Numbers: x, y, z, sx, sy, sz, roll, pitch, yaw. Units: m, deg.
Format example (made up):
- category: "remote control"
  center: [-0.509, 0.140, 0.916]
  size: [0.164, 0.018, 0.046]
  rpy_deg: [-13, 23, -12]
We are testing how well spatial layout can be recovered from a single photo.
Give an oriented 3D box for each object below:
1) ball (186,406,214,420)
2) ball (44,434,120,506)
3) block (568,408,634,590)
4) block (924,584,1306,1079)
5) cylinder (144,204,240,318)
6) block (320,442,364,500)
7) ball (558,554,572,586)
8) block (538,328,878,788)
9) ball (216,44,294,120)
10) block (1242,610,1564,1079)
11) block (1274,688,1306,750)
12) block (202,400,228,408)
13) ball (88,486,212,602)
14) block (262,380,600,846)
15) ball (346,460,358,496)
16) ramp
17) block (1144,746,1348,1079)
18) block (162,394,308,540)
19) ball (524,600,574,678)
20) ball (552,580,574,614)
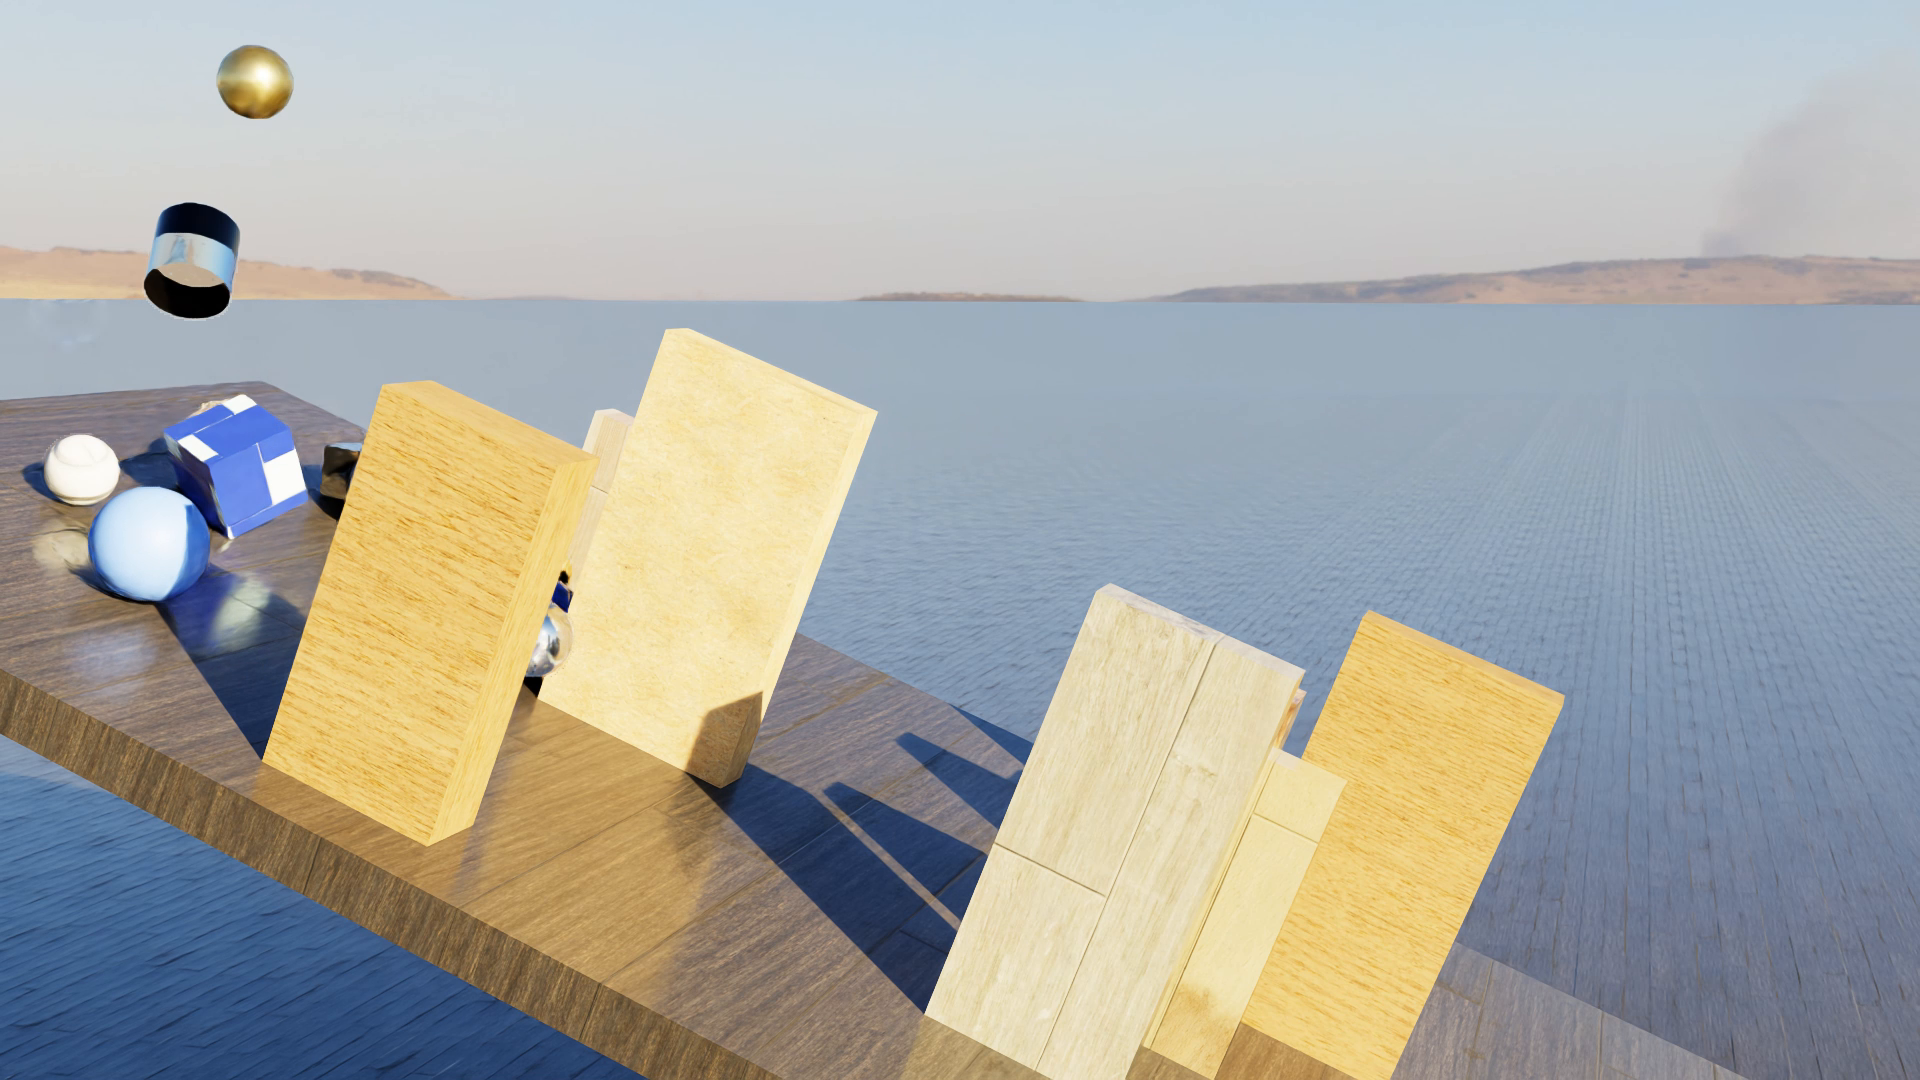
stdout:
- category: "ball"
  center: [-1.573, -0.199, 4.666]
  size: [0.172, 0.172, 0.172]
  rpy_deg: [0, 7, 0]
- category: "ball"
  center: [-1.704, -0.135, 4.266]
  size: [0.138, 0.138, 0.138]
  rpy_deg: [0, 7, 0]
- category: "block"
  center: [-0.674, -0.022, 4.850]
  size: [0.409, 0.404, 0.089]
  rpy_deg: [24, 13, 13]
- category: "block"
  center: [0.236, 0.480, 3.446]
  size: [0.332, 0.750, 0.093]
  rpy_deg: [24, 13, 13]
- category: "cylinder"
  center: [-1.624, -0.591, 4.655]
  size: [0.172, 0.172, 0.172]
  rpy_deg: [-3, -36, -2]
- category: "block"
  center: [-1.341, -0.149, 4.906]
  size: [0.114, 0.114, 0.114]
  rpy_deg: [11, 9, 16]
- category: "ball"
  center: [-0.902, 0.068, 4.727]
  size: [0.134, 0.134, 0.134]
  rpy_deg: [0, 7, 0]
- category: "block"
  center: [-0.480, 0.034, 4.124]
  size: [0.406, 0.758, 0.098]
  rpy_deg: [24, 13, 13]
- category: "ball"
  center: [-1.348, -0.875, 4.204]
  size: [0.141, 0.141, 0.141]
  rpy_deg: [0, 7, 0]
- category: "block"
  center: [0.741, 0.553, 3.914]
  size: [0.367, 0.770, 0.096]
  rpy_deg: [24, 13, 13]
- category: "block"
  center: [0.492, 0.448, 4.778]
  size: [0.373, 0.406, 0.144]
  rpy_deg: [24, 13, 13]
- category: "block"
  center: [-1.608, -0.231, 4.862]
  size: [0.118, 0.118, 0.118]
  rpy_deg: [24, 13, 10]
- category: "ball"
  center: [-1.447, 0.007, 3.929]
  size: [0.207, 0.207, 0.207]
  rpy_deg: [0, 7, 0]
- category: "block"
  center: [-0.837, 0.112, 3.467]
  size: [0.316, 0.649, 0.142]
  rpy_deg: [24, 13, 13]
- category: "ball"
  center: [-1.221, -0.107, 4.763]
  size: [0.209, 0.209, 0.209]
  rpy_deg: [0, 7, 0]
- category: "ramp"
  center: [-0.311, 0.554, 4.197]
  size: [4.000, 0.100, 2.000]
  rpy_deg: [24, 13, 13]
- category: "block"
  center: [0.390, 0.588, 3.709]
  size: [0.327, 0.546, 0.091]
  rpy_deg: [24, 13, 13]
- category: "block"
  center: [-1.466, -0.150, 4.455]
  size: [0.181, 0.181, 0.181]
  rpy_deg: [-32, 47, -33]
- category: "ball"
  center: [-0.794, 0.181, 4.088]
  size: [0.151, 0.151, 0.151]
  rpy_deg: [0, 7, 0]
- category: "ball"
  center: [-0.830, 0.164, 4.303]
  size: [0.193, 0.193, 0.193]
  rpy_deg: [0, 7, 0]
